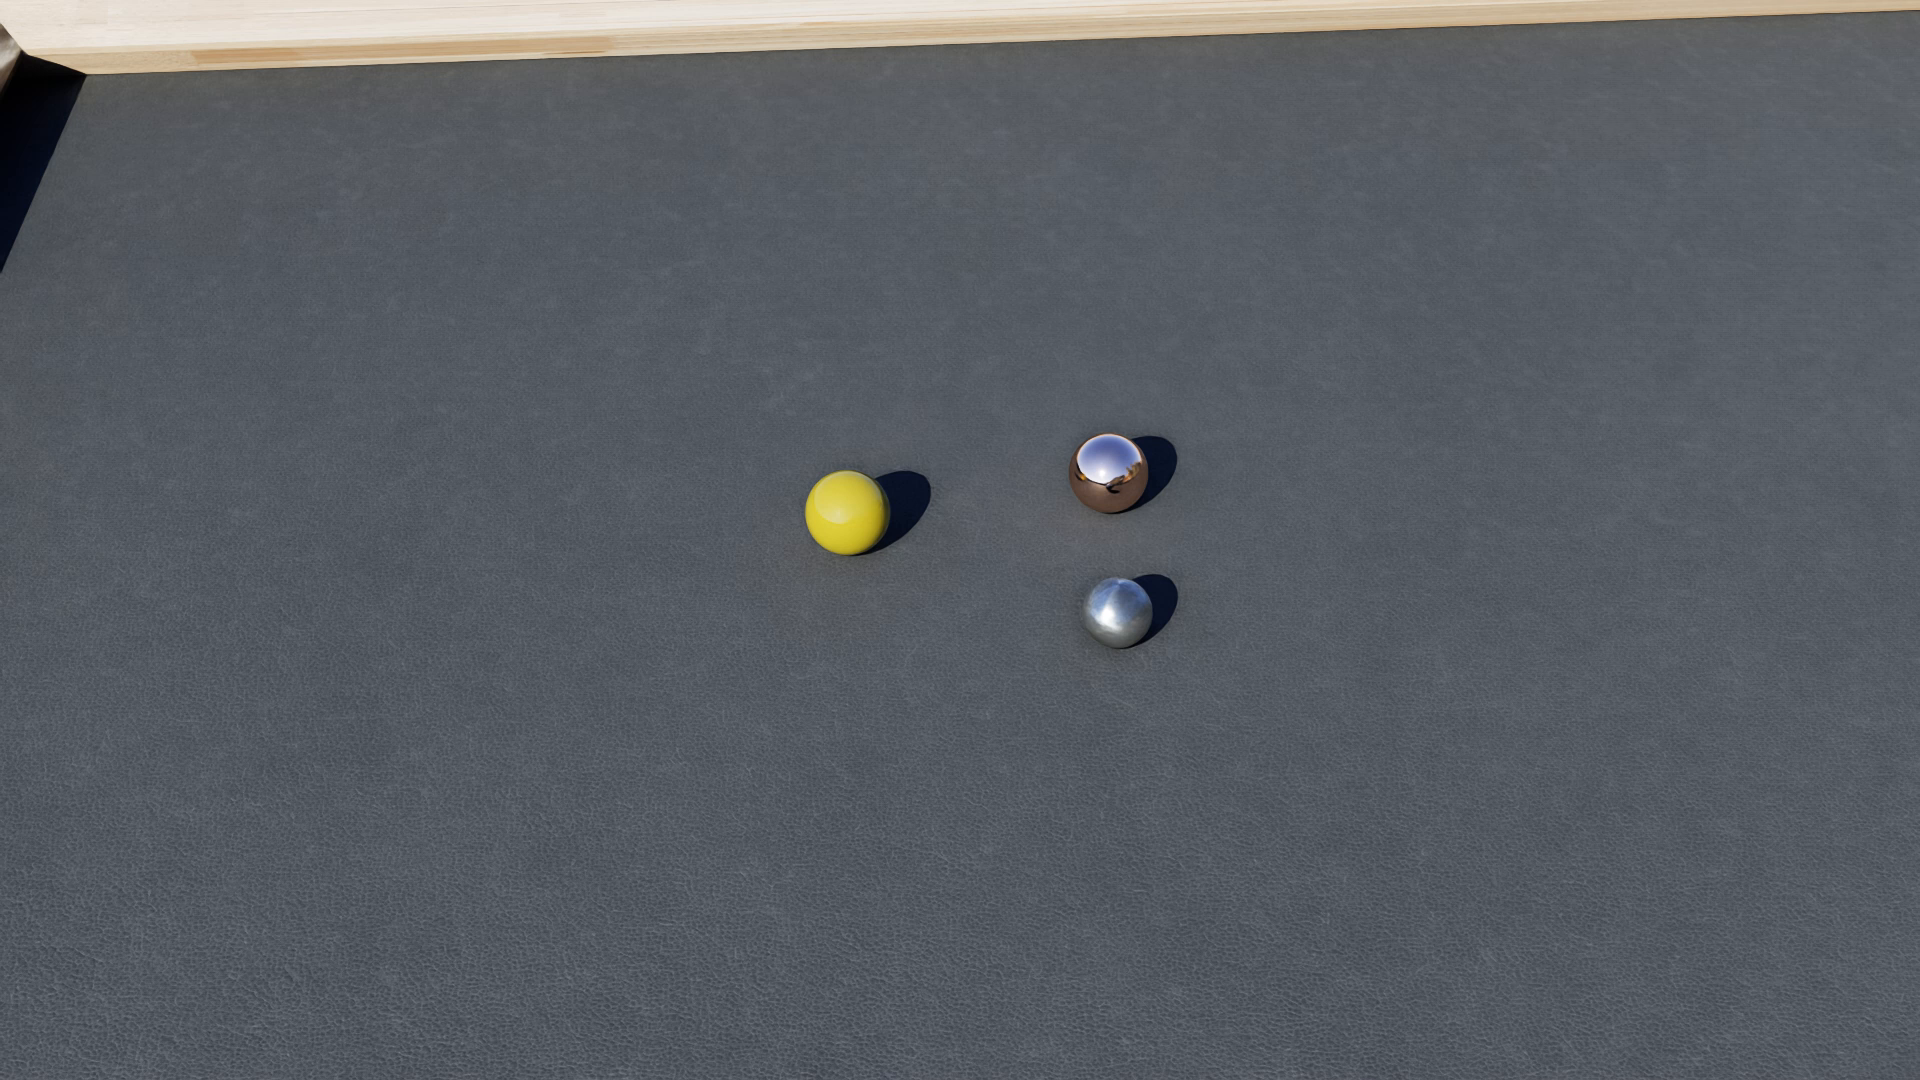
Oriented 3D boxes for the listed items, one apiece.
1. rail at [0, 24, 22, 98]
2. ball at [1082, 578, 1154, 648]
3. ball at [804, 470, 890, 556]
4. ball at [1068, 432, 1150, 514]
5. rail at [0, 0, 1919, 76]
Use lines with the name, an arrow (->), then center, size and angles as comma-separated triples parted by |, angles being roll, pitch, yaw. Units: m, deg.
rail -> -0.766, 0.022, 1.600 | 0.045, 0.086, 1.585 | -3, 36, -4
ball -> 0.098, 0.045, 1.605 | 0.045, 0.045, 0.045 | 0, 36, 0
ball -> -0.073, -0.018, 1.681 | 0.056, 0.056, 0.056 | 0, 36, 0
ball -> 0.100, -0.045, 1.720 | 0.054, 0.054, 0.054 | 0, 36, 0
rail -> 0.728, -0.505, 2.320 | 3.169, 0.086, 0.045 | -3, 36, -4
